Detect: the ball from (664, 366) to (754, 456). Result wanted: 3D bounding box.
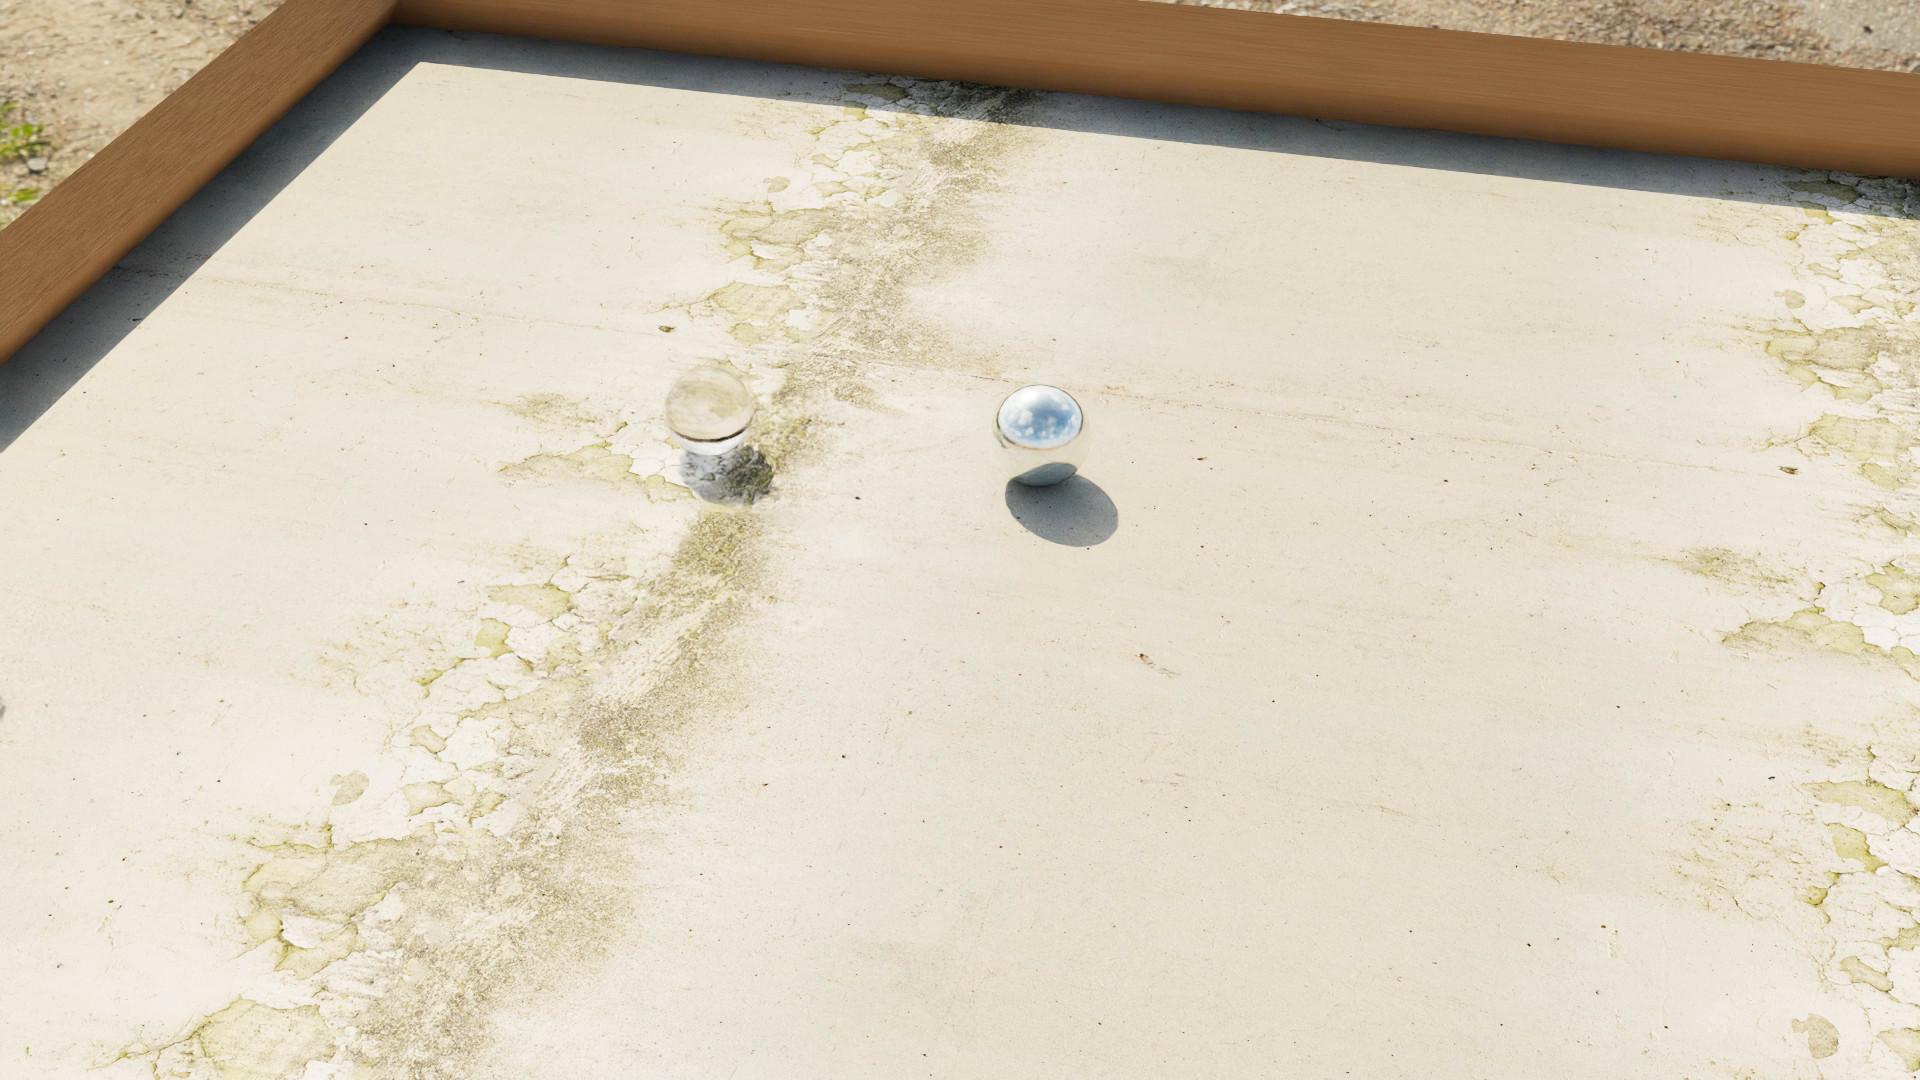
[{"bbox_3d":[-0.212,-0.109,2.169,0.075,0.075,0.075,0,34,0],"label":"ball"}]

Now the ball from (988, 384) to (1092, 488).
[{"bbox_3d":[0.066,-0.087,2.127,0.086,0.086,0.086,0,34,0],"label":"ball"}]

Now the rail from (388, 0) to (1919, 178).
[{"bbox_3d":[1.121,-0.385,2.548,3.693,0.112,0.045,8,35,12],"label":"rail"}]

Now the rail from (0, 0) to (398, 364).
[{"bbox_3d":[-0.872,-0.136,2.175,0.045,0.112,1.892,8,35,12],"label":"rail"}]
